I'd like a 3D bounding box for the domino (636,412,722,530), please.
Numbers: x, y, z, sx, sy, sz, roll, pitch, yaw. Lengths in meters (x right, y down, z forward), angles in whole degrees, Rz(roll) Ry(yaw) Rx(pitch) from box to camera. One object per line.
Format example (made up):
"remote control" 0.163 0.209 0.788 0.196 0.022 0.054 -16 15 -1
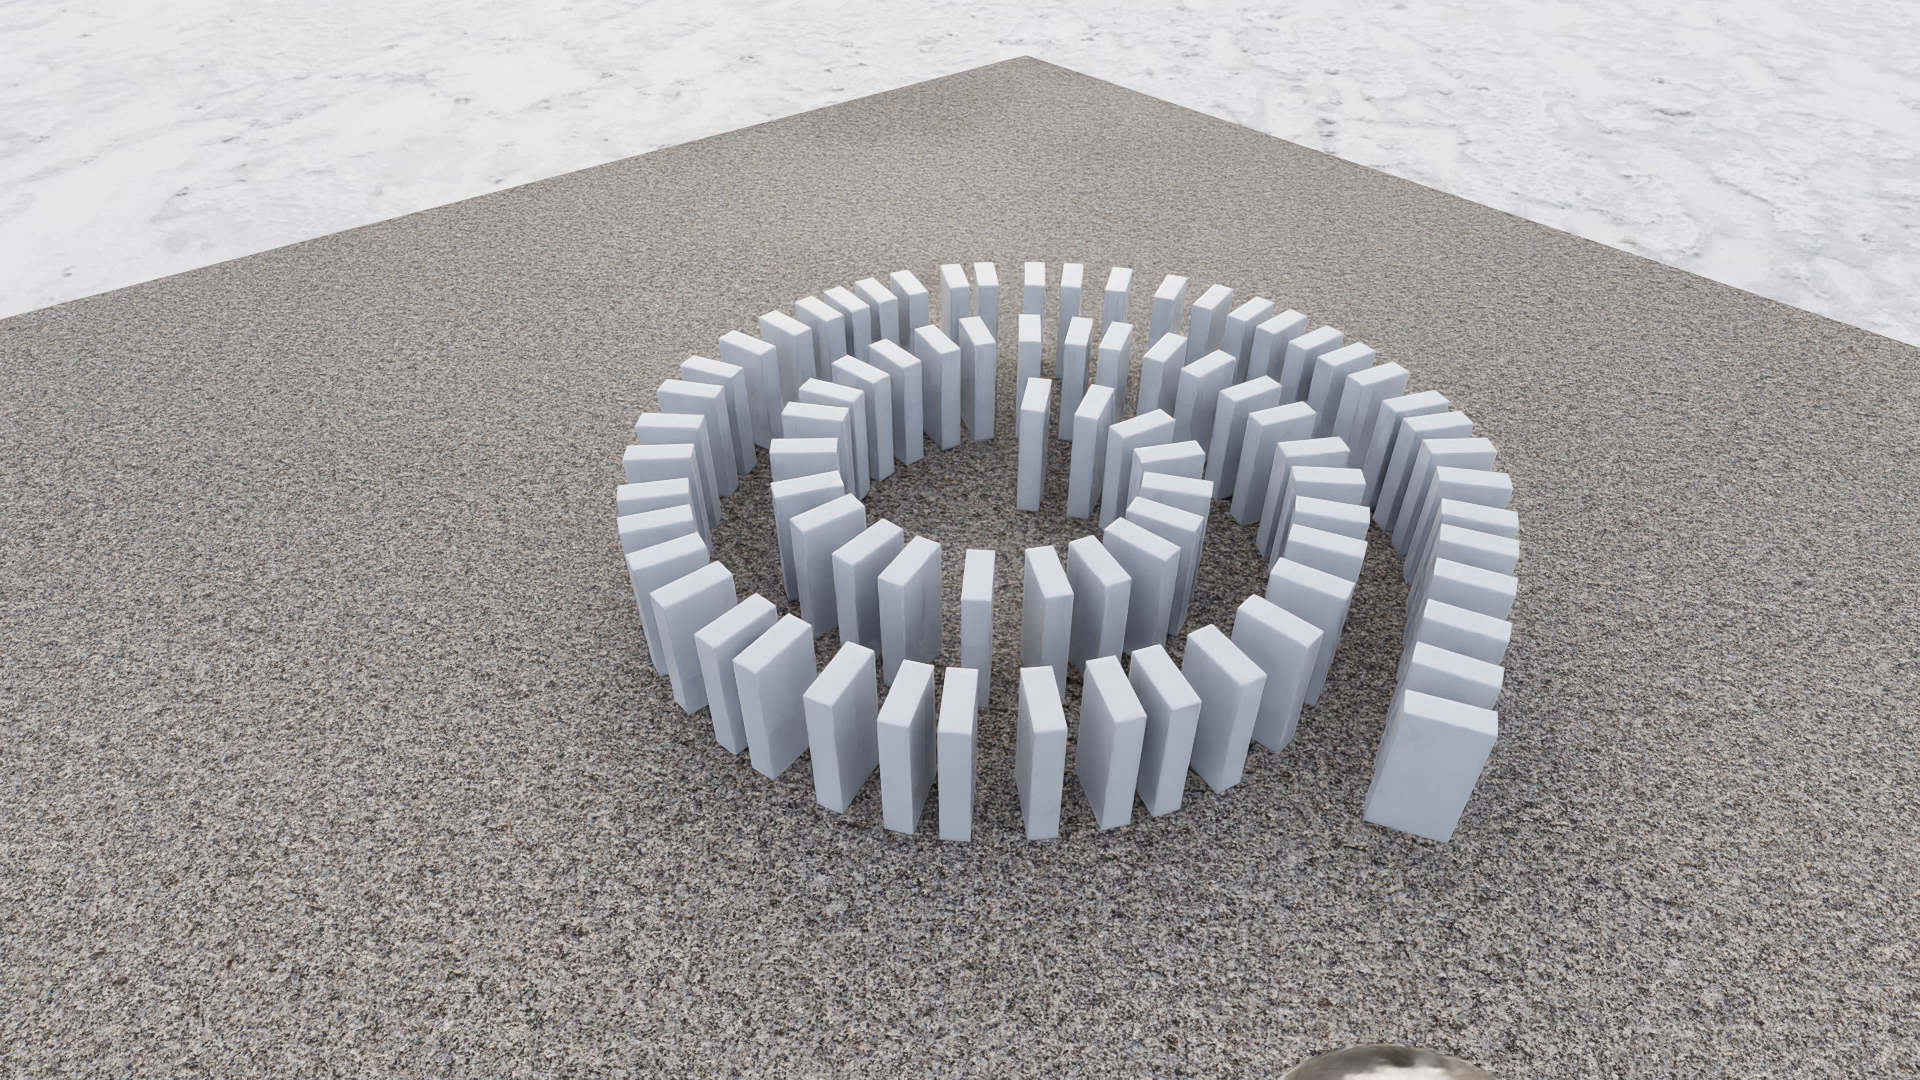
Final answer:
"domino" -0.113 -0.027 0.445 0.025 0.050 0.009 2 39 3

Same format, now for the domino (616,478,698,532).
"domino" -0.110 0.001 0.410 0.025 0.050 0.010 -7 40 -9

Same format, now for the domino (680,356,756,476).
"domino" -0.104 -0.053 0.477 0.025 0.050 0.009 15 42 18

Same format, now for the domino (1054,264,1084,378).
"domino" 0.054 -0.108 0.543 0.009 0.050 0.025 5 40 6

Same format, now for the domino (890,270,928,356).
"domino" -0.024 -0.103 0.537 0.009 0.050 0.025 -16 42 -18

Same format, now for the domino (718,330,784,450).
"domino" -0.092 -0.066 0.492 0.025 0.050 0.009 24 45 26

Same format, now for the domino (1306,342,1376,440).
"domino" 0.165 -0.060 0.485 0.025 0.050 0.009 -21 44 -23

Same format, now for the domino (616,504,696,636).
"domino" -0.106 0.012 0.397 0.025 0.050 0.010 -12 41 -14

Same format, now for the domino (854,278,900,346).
"domino" -0.039 -0.098 0.531 0.009 0.050 0.025 -21 44 -24

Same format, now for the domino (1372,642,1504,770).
"domino" 0.148 0.056 0.343 0.025 0.050 0.009 18 43 20

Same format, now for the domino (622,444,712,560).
"domino" -0.113 -0.014 0.428 0.025 0.050 0.010 -2 39 -3

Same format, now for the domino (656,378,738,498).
"domino" -0.110 -0.042 0.463 0.025 0.050 0.010 8 40 10

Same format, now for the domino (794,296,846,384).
"domino" -0.064 -0.086 0.517 0.009 0.050 0.025 -29 48 -31

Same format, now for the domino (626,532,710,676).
"domino" -0.098 0.023 0.383 0.025 0.050 0.009 -20 43 -22

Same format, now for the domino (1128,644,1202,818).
"domino" 0.061 0.059 0.339 0.010 0.050 0.025 -13 41 -16

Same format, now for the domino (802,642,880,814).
"domino" -0.036 0.058 0.340 0.010 0.050 0.025 17 42 20

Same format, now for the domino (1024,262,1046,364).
"domino" 0.036 -0.109 0.544 0.010 0.050 0.025 2 39 2

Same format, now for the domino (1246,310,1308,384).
"domino" 0.144 -0.078 0.507 0.025 0.050 0.009 -29 47 -31

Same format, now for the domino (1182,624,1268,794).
"domino" 0.080 0.054 0.346 0.010 0.050 0.025 -20 43 -22

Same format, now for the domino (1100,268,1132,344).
"domino" 0.076 -0.105 0.539 0.010 0.050 0.025 9 40 11

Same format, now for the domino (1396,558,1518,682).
"domino" 0.168 0.031 0.373 0.025 0.050 0.009 16 42 19

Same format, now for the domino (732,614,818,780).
"domino" -0.057 0.050 0.350 0.010 0.050 0.025 24 45 26

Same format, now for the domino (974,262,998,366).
"domino" 0.013 -0.108 0.544 0.009 0.050 0.025 -3 39 -4

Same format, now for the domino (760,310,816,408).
"domino" -0.078 -0.078 0.506 0.025 0.050 0.009 30 48 32

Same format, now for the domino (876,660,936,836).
"domino" -0.016 0.063 0.334 0.009 0.050 0.025 10 40 12

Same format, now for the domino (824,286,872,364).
"domino" -0.052 -0.092 0.524 0.010 0.050 0.025 -25 46 -28

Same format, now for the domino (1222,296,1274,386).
"domino" 0.133 -0.086 0.516 0.009 0.050 0.025 31 48 32

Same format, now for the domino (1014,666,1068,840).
"domino" 0.024 0.065 0.332 0.009 0.050 0.025 -4 40 -5

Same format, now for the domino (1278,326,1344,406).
"domino" 0.156 -0.069 0.496 0.025 0.050 0.010 -24 45 -27

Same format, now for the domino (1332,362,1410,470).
"domino" 0.174 -0.050 0.472 0.025 0.050 0.010 -17 42 -20

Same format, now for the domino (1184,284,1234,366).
"domino" 0.118 -0.094 0.526 0.009 0.050 0.025 23 45 25

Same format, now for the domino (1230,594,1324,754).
"domino" 0.100 0.044 0.358 0.025 0.050 0.009 31 49 32

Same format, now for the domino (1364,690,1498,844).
"domino" 0.139 0.068 0.328 0.025 0.050 0.009 13 41 16

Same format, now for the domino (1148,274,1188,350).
"domino" 0.099 -0.100 0.533 0.010 0.050 0.025 15 42 18

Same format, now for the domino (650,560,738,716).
"domino" -0.087 0.033 0.371 0.025 0.050 0.010 -28 47 -30

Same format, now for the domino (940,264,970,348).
"domino" -0.002 -0.107 0.542 0.010 0.050 0.025 -7 40 -9

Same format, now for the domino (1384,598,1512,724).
"domino" 0.158 0.044 0.358 0.025 0.050 0.009 18 42 20

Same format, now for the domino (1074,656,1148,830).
"domino" 0.045 0.062 0.335 0.010 0.050 0.025 -9 40 -11

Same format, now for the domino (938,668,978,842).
"domino" 0.000 0.065 0.332 0.009 0.050 0.025 3 39 4

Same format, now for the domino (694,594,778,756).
"domino" -0.070 0.044 0.358 0.009 0.050 0.025 28 47 30
